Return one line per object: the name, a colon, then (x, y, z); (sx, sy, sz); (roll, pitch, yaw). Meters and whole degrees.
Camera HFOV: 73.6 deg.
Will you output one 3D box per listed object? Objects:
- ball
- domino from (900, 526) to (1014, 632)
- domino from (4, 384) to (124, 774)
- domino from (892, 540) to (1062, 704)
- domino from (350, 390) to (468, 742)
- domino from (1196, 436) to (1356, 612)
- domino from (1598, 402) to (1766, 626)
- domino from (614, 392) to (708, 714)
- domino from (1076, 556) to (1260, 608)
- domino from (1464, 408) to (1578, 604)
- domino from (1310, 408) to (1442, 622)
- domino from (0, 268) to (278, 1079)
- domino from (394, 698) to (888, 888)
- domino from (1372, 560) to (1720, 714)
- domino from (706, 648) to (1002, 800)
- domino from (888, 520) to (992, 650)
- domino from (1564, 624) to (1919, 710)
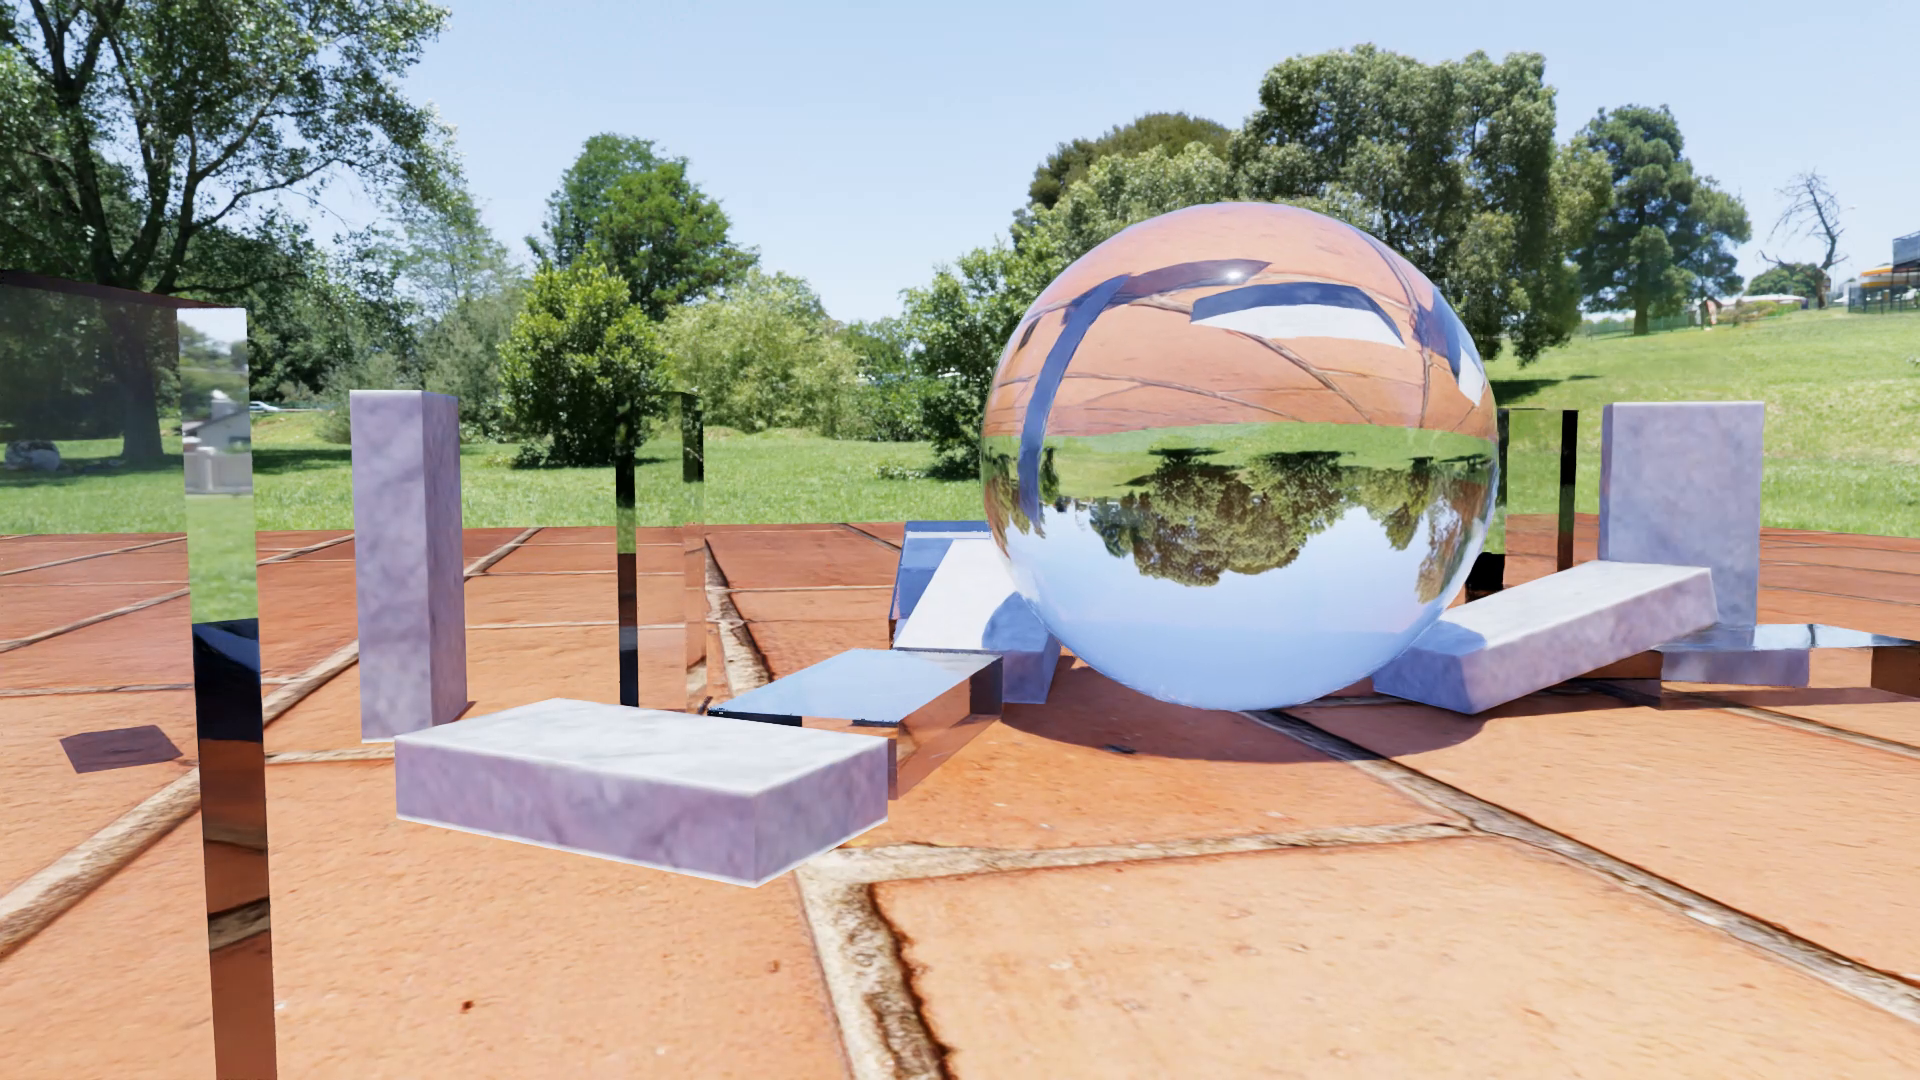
ball: (0.043, -0.013, 0.205); (0.080, 0.080, 0.080); (0, 4, 0)
domino: (0.000, 0.009, 0.301); (0.025, 0.010, 0.050); (0, 19, 2)
domino: (-0.124, 0.004, 0.177); (0.009, 0.050, 0.025); (-4, 6, -39)
domino: (0.006, 0.013, 0.234); (0.025, 0.009, 0.050); (1, 21, 12)
domino: (-0.083, 0.003, 0.194); (0.009, 0.050, 0.025); (-1, 4, -10)
domino: (0.083, -0.004, 0.328); (0.009, 0.050, 0.025); (44, 20, 16)
domino: (0.135, -0.001, 0.242); (0.025, 0.050, 0.010); (1, 3, 15)
domino: (-0.046, 0.003, 0.198); (0.009, 0.050, 0.025); (0, 4, -4)
domino: (0.056, 0.011, 0.356); (0.050, 0.009, 0.025); (-3, 5, -32)
domino: (0.125, -0.004, 0.285); (0.025, 0.050, 0.009); (-3, 5, -33)
domino: (0.101, -0.006, 0.312); (0.010, 0.050, 0.025); (22, 17, 35)
domino: (-0.046, 0.013, 0.061); (0.010, 0.050, 0.025); (0, 4, 5)
domino: (-0.036, 0.027, 0.145); (0.050, 0.009, 0.025); (2, 5, 27)
domino: (0.097, 0.015, 0.215); (0.050, 0.009, 0.025); (-16, 7, -16)
domino: (-0.012, 0.024, 0.180); (0.025, 0.010, 0.050); (1, 4, 16)
domino: (0.000, 0.010, 0.270); (0.025, 0.010, 0.050); (0, 23, 2)
domino: (0.135, 0.021, 0.220); (0.050, 0.010, 0.025); (-1, 4, -9)
